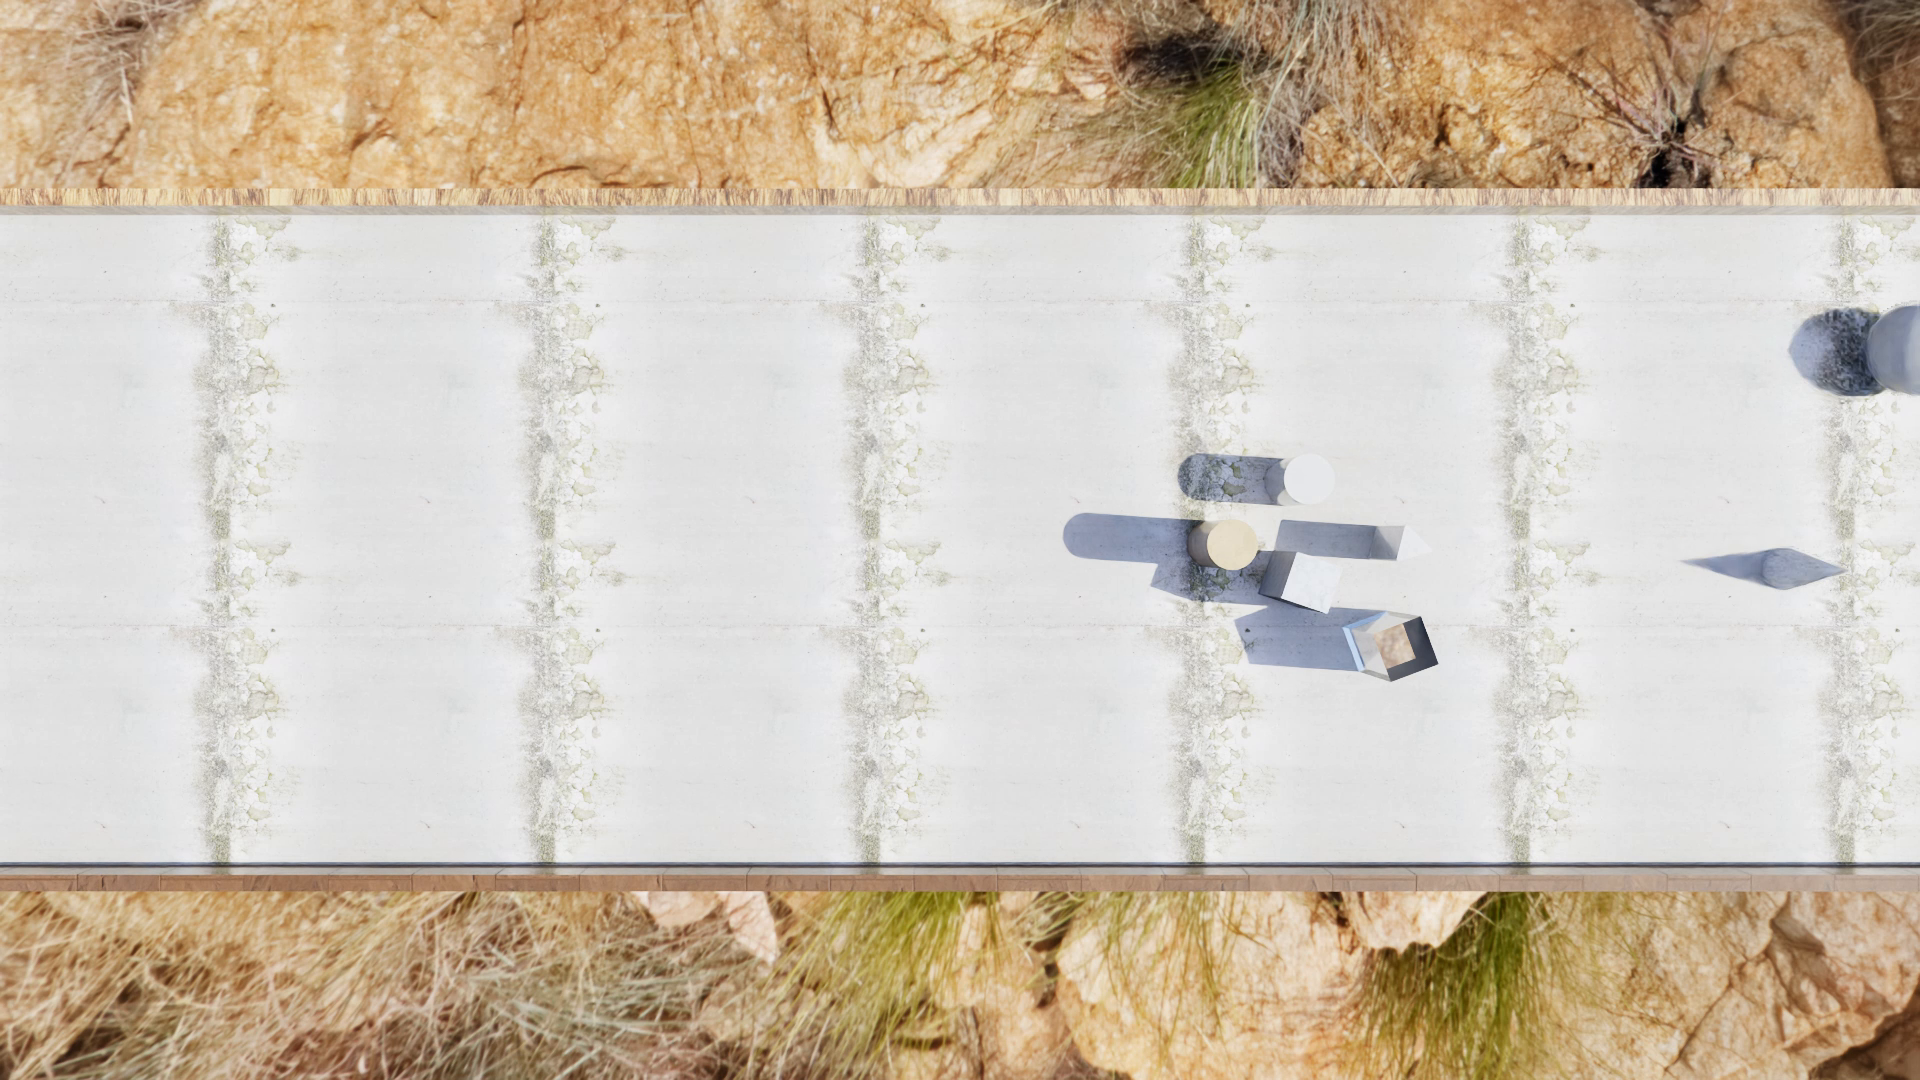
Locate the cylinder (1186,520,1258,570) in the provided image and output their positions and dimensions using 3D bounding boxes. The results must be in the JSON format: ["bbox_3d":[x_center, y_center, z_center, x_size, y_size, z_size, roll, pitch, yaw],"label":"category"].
[{"bbox_3d":[0.769,0.013,4.865,0.144,0.424,0.144,0,90,0],"label":"cylinder"}]

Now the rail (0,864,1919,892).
[{"bbox_3d":[-2.247,1.025,5.001,12.000,0.150,0.050,0,90,0],"label":"rail"}]

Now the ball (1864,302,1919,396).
[{"bbox_3d":[2.865,-0.572,4.937,0.278,0.278,0.278,0,90,0],"label":"ball"}]

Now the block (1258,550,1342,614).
[{"bbox_3d":[1.005,0.122,4.891,0.140,0.370,0.140,19,90,0],"label":"block"}]

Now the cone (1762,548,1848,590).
[{"bbox_3d":[2.537,0.089,4.890,0.132,0.372,0.132,0,90,0],"label":"cone"}]

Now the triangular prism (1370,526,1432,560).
[{"bbox_3d":[1.297,0.001,4.913,0.106,0.327,0.092,-16,90,0],"label":"triangular prism"}]

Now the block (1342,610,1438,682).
[{"bbox_3d":[1.271,0.311,4.889,0.146,0.375,0.146,-20,90,0],"label":"block"}]

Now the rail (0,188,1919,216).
[{"bbox_3d":[-2.247,-1.025,5.002,12.000,0.150,0.050,0,90,0],"label":"rail"}]

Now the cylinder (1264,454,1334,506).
[{"bbox_3d":[1.012,-0.177,4.926,0.147,0.300,0.147,0,90,0],"label":"cylinder"}]
